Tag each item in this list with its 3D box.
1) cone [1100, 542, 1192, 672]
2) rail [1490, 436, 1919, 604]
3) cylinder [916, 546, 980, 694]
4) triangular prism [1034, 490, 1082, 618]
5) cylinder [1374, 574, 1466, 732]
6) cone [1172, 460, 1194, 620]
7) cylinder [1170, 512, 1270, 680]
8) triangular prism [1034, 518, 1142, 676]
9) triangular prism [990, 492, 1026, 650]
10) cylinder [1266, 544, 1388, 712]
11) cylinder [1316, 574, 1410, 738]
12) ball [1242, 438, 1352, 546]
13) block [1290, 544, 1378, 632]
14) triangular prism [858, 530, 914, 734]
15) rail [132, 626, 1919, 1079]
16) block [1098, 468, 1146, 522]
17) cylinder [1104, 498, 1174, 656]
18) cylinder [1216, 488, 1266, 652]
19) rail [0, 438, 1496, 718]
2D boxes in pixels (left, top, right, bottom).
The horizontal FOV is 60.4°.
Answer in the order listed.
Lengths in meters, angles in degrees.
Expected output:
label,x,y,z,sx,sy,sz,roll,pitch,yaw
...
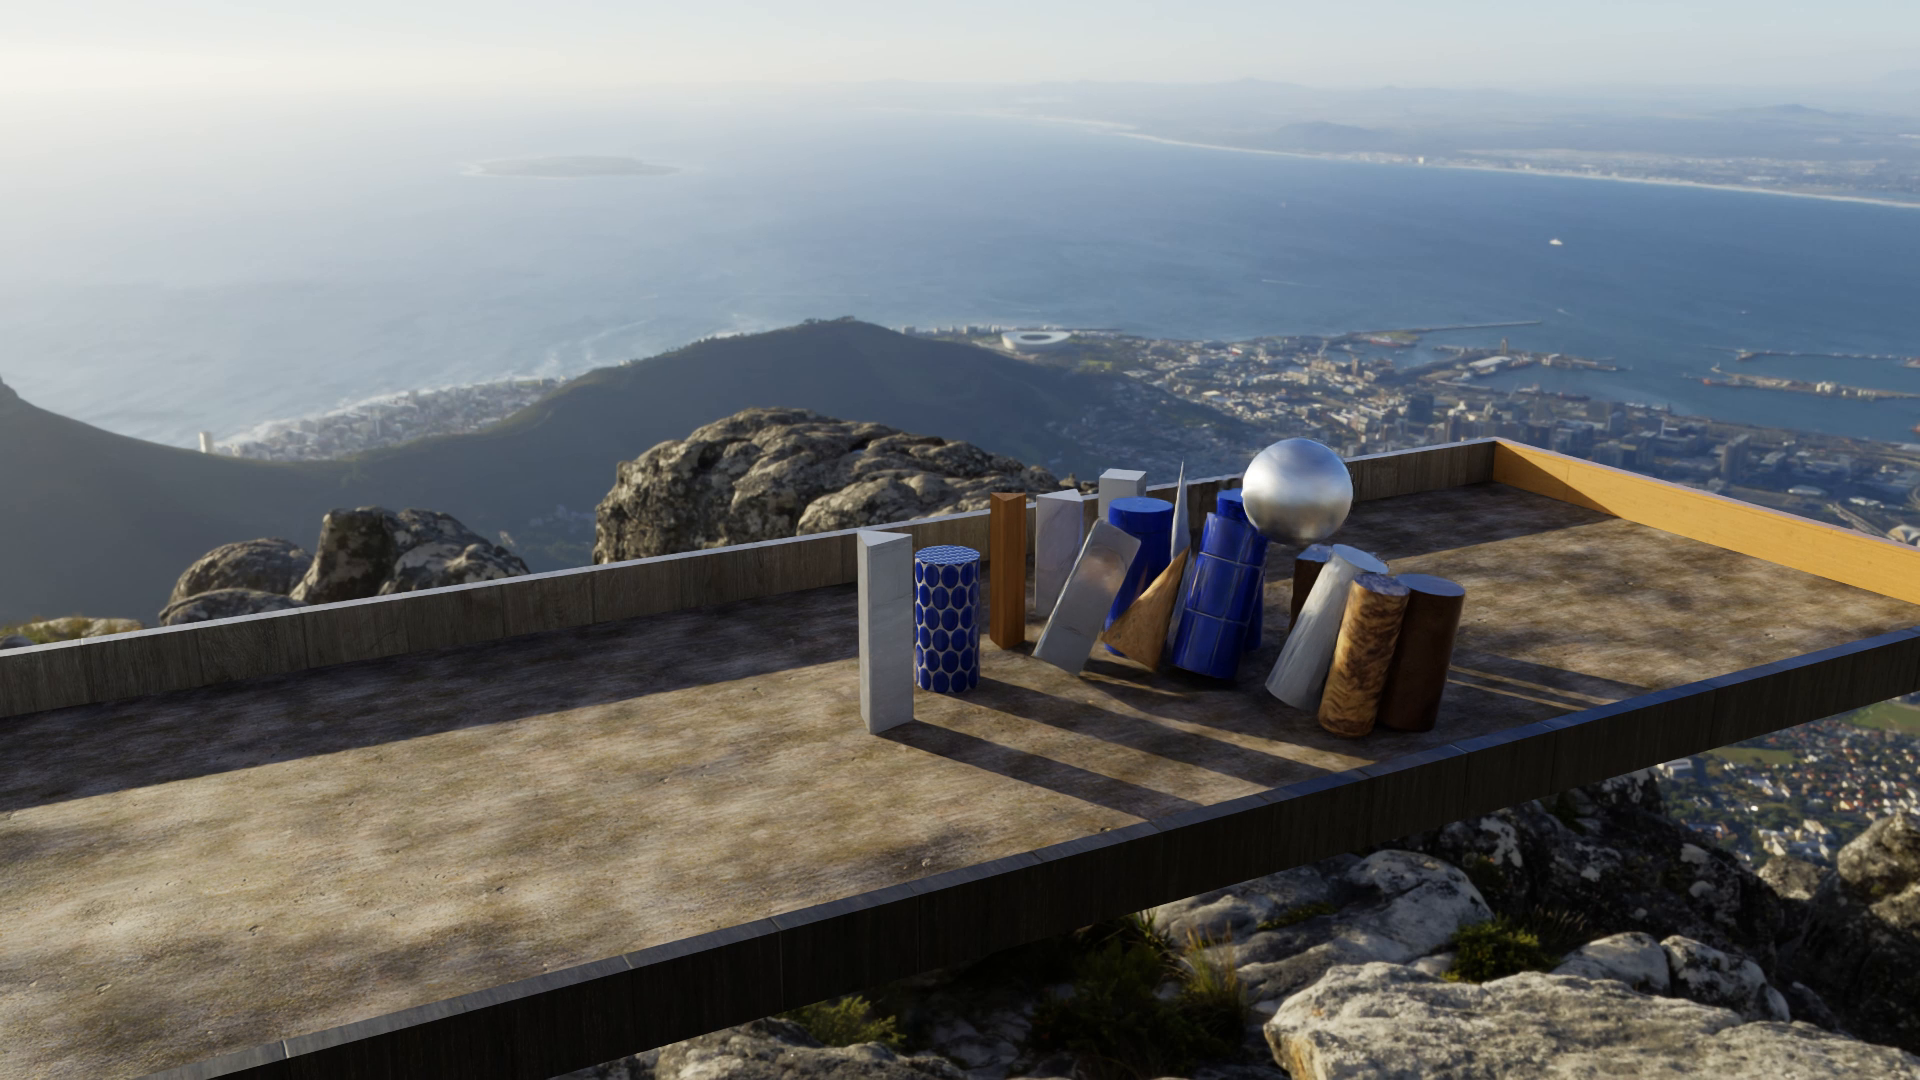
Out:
label,x,y,z,sx,sy,sz,roll,pitch,yaw
cone,0.509,0.148,4.195,0.169,0.330,0.169,29,2,-1
rail,2.466,-0.048,5.253,0.050,0.150,2.100,-9,18,-27
cylinder,-0.031,0.196,4.098,0.160,0.333,0.160,0,16,0
triangular prism,0.297,0.038,4.611,0.136,0.346,0.118,8,18,25
cylinder,1.059,0.262,3.838,0.158,0.335,0.158,7,16,-2
cone,0.612,-0.011,4.584,0.109,0.456,0.109,0,16,0
cylinder,0.655,0.140,4.134,0.168,0.388,0.168,14,5,-1
triangular prism,0.297,0.137,4.202,0.144,0.381,0.125,28,-4,-28
triangular prism,0.113,0.078,4.368,0.080,0.407,0.093,12,20,36
cylinder,0.871,0.210,3.923,0.140,0.380,0.140,19,20,-7
cylinder,0.924,0.266,3.785,0.128,0.357,0.128,9,20,-3
ball,0.803,-0.113,3.932,0.259,0.259,0.259,0,16,0
block,0.917,0.199,4.077,0.162,0.331,0.162,9,16,25
triangular prism,-0.196,0.208,3.841,0.132,0.455,0.114,-15,22,-41
rail,-2.336,1.006,1.665,12.000,0.150,0.050,-9,18,-27
block,0.477,-0.031,4.865,0.114,0.335,0.114,6,17,19
cylinder,0.468,0.097,4.326,0.167,0.390,0.167,0,15,0
cylinder,0.738,0.080,4.358,0.133,0.409,0.133,0,16,0
rail,-3.305,0.497,3.399,12.000,0.150,0.050,-9,18,-27
